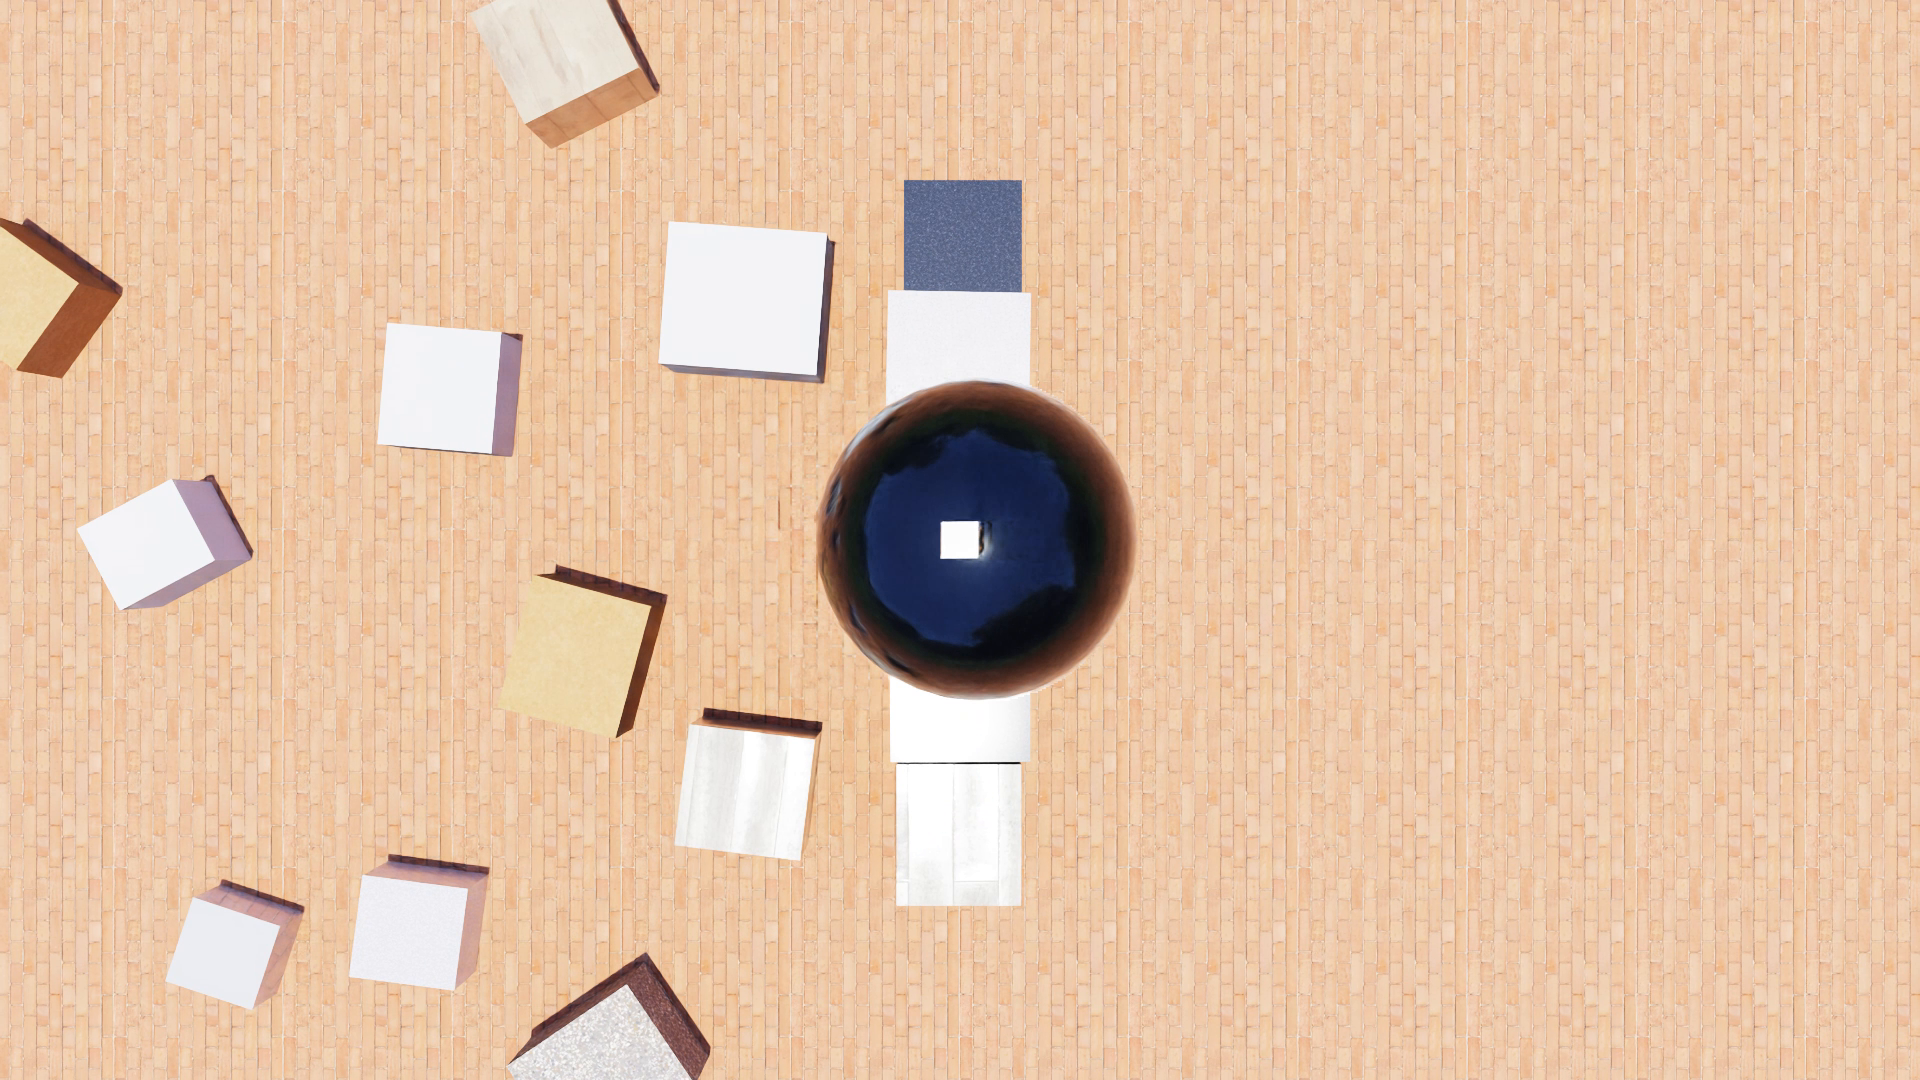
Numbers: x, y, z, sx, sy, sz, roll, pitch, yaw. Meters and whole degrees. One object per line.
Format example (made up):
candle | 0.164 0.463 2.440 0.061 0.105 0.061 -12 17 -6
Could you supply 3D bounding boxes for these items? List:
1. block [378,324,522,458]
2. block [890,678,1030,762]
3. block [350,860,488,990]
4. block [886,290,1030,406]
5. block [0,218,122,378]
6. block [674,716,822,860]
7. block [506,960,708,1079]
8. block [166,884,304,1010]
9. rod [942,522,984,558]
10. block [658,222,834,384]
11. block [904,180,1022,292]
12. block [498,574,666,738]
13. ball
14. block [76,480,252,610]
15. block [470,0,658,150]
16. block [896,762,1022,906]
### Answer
block | -2.938 -0.857 12.704 0.644 0.593 0.685 5 90 0
block | 0.002 0.803 12.609 0.777 0.781 0.858 0 90 0
block | -3.122 2.224 12.724 0.601 0.552 0.580 8 90 0
block | -0.010 -0.926 12.572 0.788 0.856 0.890 1 90 0
block | -5.417 -1.405 12.679 0.705 0.643 0.605 36 90 0
block | -1.211 1.420 12.686 0.710 0.627 0.684 7 90 0
block | -2.010 2.997 12.650 0.816 0.700 0.682 -34 90 0
block | -4.203 2.357 12.766 0.520 0.467 0.503 18 90 0
rod | 0.036 0.000 7.502 0.080 5.200 0.080 0 90 1
block | -1.214 -1.351 12.640 0.882 0.720 0.793 4 90 0
block | 0.016 -1.701 12.671 0.664 0.658 0.639 0 90 0
block | -2.166 0.656 12.672 0.684 0.656 0.770 15 90 0
ball | 0.084 0.000 10.902 1.600 1.600 1.600 0 90 0
block | -4.571 0.026 12.672 0.601 0.656 0.517 -28 90 0
block | -2.253 -2.774 12.604 0.709 0.793 0.686 -26 90 0
block | -0.006 1.631 12.578 0.686 0.844 0.779 0 90 0
